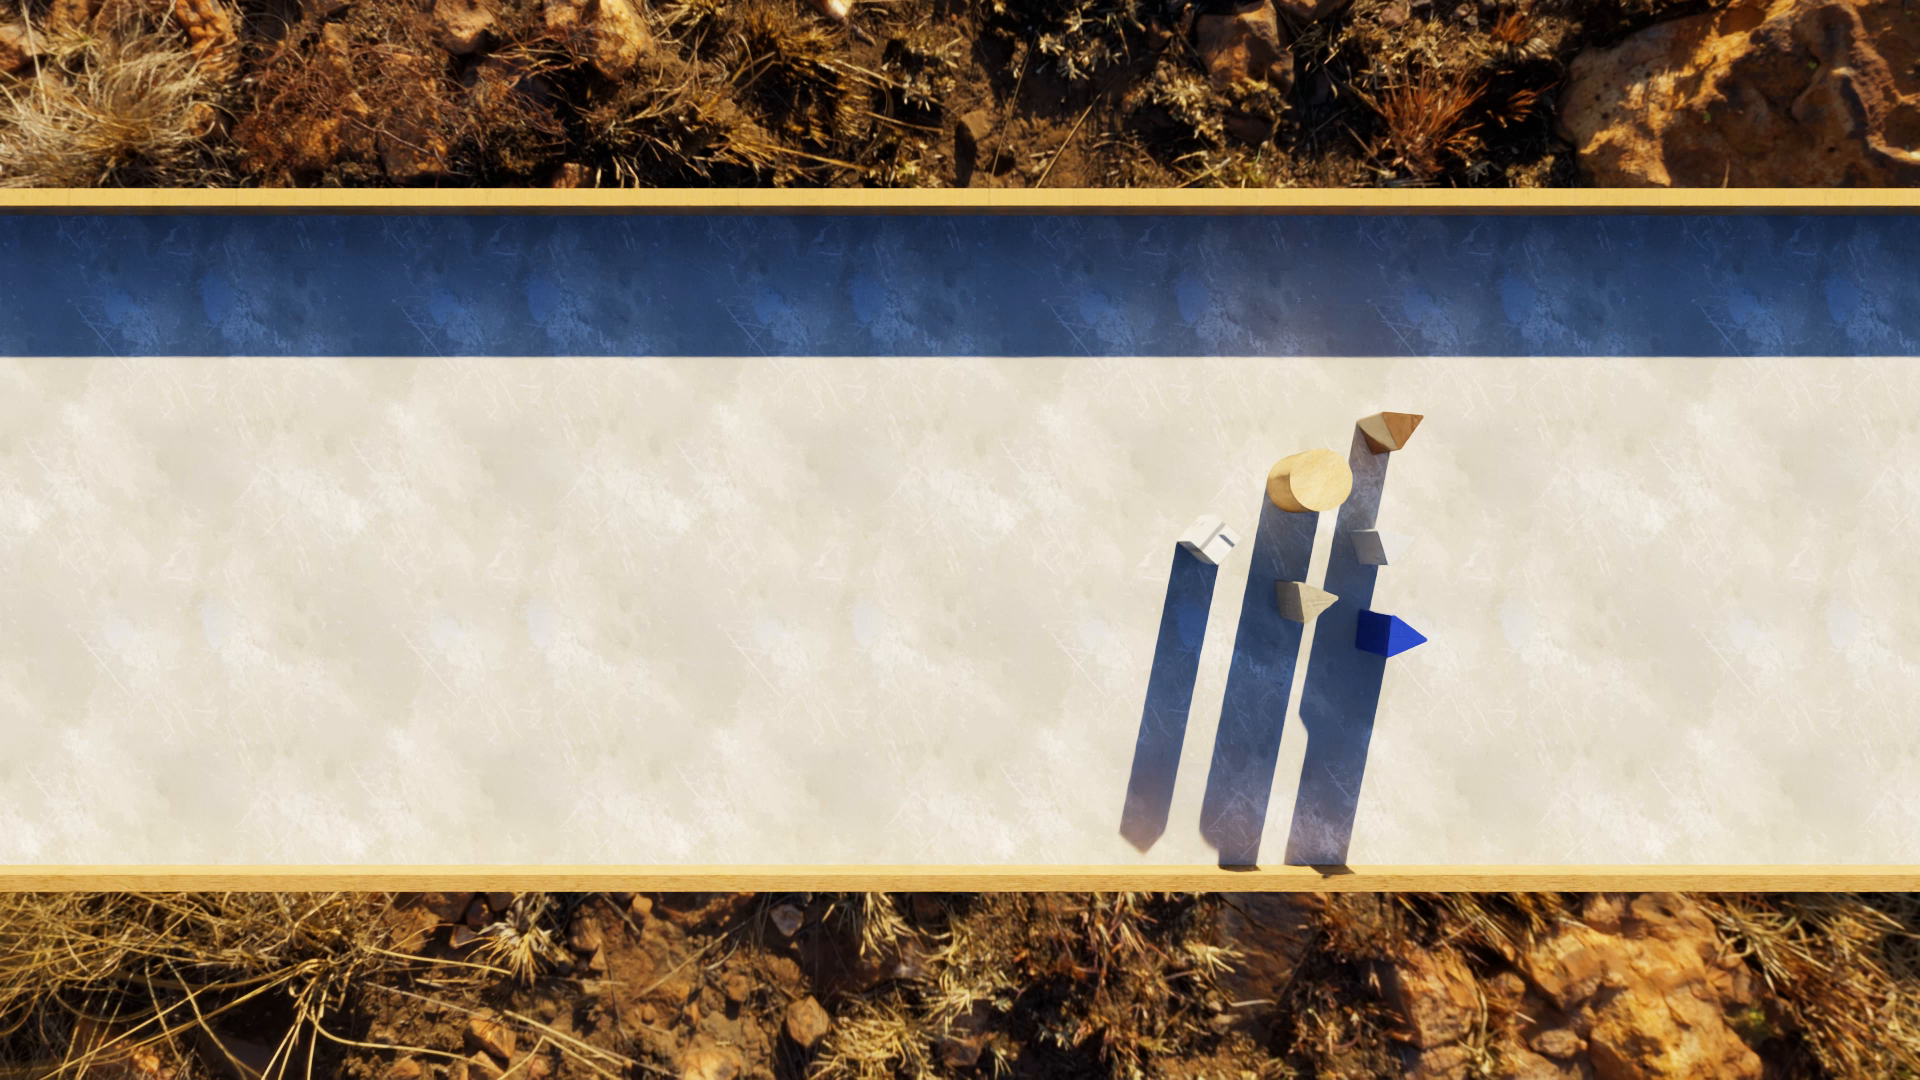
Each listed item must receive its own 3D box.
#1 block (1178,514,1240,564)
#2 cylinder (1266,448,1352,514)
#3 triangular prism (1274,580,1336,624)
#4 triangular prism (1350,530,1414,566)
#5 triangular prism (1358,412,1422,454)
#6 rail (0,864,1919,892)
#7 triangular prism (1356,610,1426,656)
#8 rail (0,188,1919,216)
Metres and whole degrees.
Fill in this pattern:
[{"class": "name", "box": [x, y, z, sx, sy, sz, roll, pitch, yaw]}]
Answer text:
[{"class": "block", "box": [0.741, -0.002, 4.923, 0.104, 0.307, 0.104, 42, 90, 0]}, {"class": "cylinder", "box": [1.034, -0.172, 4.898, 0.180, 0.357, 0.180, 0, 90, 0]}, {"class": "triangular prism", "box": [1.000, 0.162, 4.890, 0.119, 0.373, 0.103, -39, 90, 0]}, {"class": "triangular prism", "box": [1.234, 0.003, 4.903, 0.094, 0.348, 0.108, 43, 90, 0]}, {"class": "triangular prism", "box": [1.264, -0.340, 4.923, 0.104, 0.307, 0.120, 35, 90, 0]}, {"class": "rail", "box": [-2.247, 1.025, 5.001, 12.000, 0.150, 0.050, 0, 90, 0]}, {"class": "triangular prism", "box": [1.254, 0.261, 4.885, 0.122, 0.382, 0.106, -24, 90, 0]}, {"class": "rail", "box": [-2.247, -1.025, 5.002, 12.000, 0.150, 0.050, 0, 90, 0]}]
